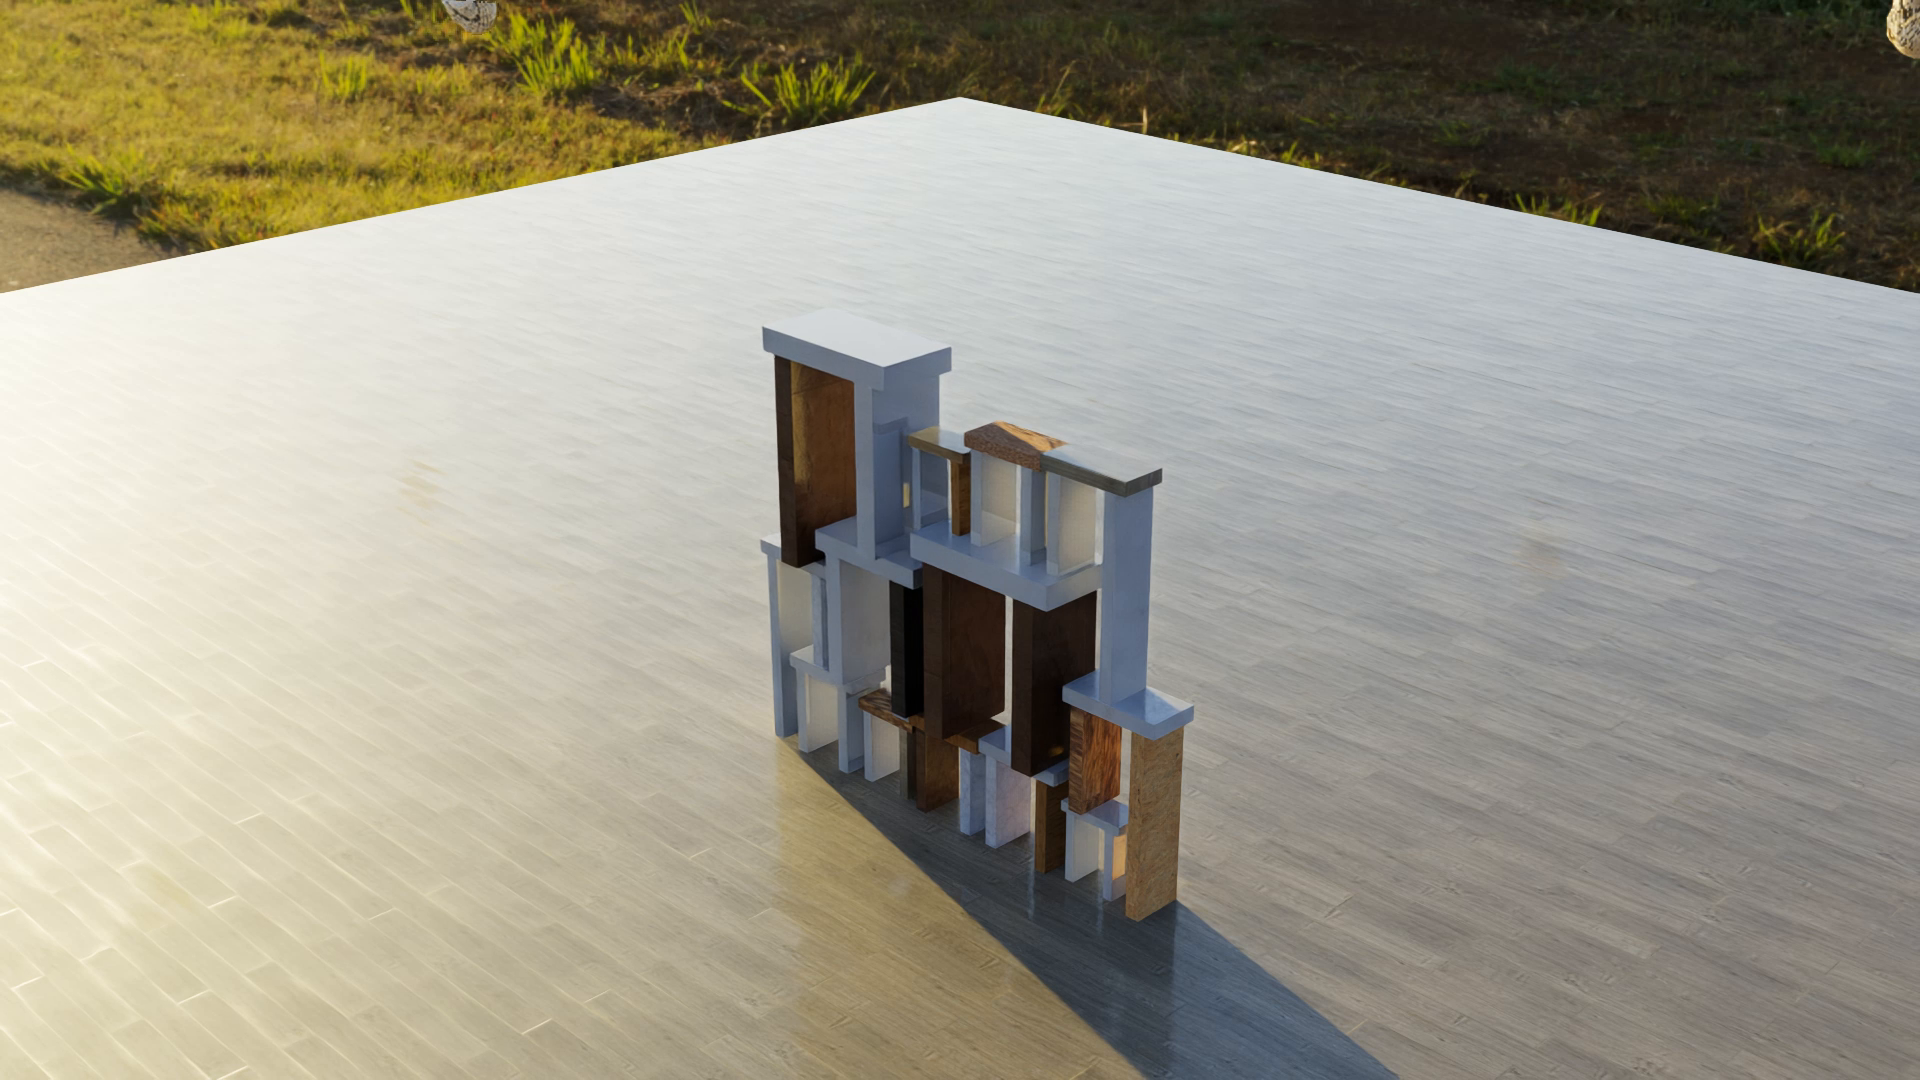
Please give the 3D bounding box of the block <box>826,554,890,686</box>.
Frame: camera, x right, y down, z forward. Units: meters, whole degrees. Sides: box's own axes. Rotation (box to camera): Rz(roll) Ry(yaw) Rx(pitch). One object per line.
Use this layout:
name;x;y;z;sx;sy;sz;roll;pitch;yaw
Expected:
block;-0.205;0.141;4.500;0.040;0.285;0.143;21;31;40

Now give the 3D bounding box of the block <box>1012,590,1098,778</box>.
block;0.177;0.252;4.133;0.050;0.354;0.177;21;31;40

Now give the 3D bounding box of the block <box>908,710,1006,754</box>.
block;-0.002;0.368;4.374;0.189;0.027;0.094;21;31;40

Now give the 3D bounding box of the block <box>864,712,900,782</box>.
block;-0.162;0.416;4.576;0.023;0.159;0.080;21;31;41

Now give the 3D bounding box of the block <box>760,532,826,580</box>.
block;-0.309;0.025;4.574;0.205;0.029;0.103;21;31;40

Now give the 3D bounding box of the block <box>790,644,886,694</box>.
block;-0.257;0.265;4.607;0.193;0.027;0.096;21;31;40

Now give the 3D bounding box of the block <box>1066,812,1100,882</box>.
block;0.235;0.576;4.215;0.021;0.146;0.073;21;31;41

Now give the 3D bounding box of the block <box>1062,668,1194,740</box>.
block;0.307;0.298;4.024;0.111;0.031;0.221;-21;31;-41

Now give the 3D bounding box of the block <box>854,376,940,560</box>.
block;-0.120;-0.154;4.276;0.176;0.353;0.050;-21;31;-40

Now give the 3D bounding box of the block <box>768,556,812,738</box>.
block;-0.356;0.215;4.708;0.029;0.425;0.103;21;31;41

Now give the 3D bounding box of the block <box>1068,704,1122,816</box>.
block;0.254;0.394;4.122;0.031;0.221;0.111;21;31;41

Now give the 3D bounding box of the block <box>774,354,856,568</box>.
block;-0.285;-0.178;4.448;0.050;0.444;0.176;21;31;41

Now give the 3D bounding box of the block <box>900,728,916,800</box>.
block;-0.087;0.445;4.507;0.023;0.159;0.080;21;31;41

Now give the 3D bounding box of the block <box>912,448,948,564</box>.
block;-0.057;-0.076;4.243;0.074;0.234;0.021;-21;30;-40

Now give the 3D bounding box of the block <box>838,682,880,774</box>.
block;-0.210;0.384;4.609;0.027;0.193;0.096;21;31;41

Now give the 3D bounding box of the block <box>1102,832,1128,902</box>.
block;0.304;0.603;4.152;0.021;0.146;0.073;21;31;41

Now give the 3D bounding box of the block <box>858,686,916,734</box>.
block;-0.125;0.347;4.506;0.159;0.023;0.080;21;31;41

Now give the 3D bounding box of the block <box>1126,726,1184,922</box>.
block;0.359;0.512;4.058;0.031;0.388;0.111;21;31;41

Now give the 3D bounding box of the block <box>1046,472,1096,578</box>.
block;0.203;-0.041;3.988;0.028;0.199;0.099;21;31;41

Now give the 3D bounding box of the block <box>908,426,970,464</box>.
block;-0.021;-0.181;4.163;0.148;0.021;0.074;21;31;40

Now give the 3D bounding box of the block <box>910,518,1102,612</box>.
block;0.093;0.034;4.131;0.354;0.050;0.177;21;31;41

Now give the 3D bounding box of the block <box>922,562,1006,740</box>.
block;0.010;0.192;4.289;0.050;0.365;0.177;21;31;40

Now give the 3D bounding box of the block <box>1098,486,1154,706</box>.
block;0.298;0.093;3.943;0.099;0.411;0.028;-21;31;-41

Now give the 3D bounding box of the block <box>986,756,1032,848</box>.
block;0.095;0.499;4.331;0.028;0.199;0.099;21;31;41

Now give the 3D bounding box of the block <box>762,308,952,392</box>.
block;-0.202;-0.372;4.274;0.176;0.050;0.353;-21;31;-40

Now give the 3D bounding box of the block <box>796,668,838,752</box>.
block;-0.301;0.349;4.692;0.096;0.193;0.027;-21;31;-41

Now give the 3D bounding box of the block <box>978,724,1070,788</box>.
block;0.142;0.413;4.243;0.099;0.028;0.199;-21;31;-40

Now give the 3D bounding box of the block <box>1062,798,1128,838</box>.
block;0.269;0.513;4.151;0.146;0.021;0.073;21;31;41

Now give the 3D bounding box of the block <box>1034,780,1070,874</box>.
block;0.189;0.535;4.244;0.099;0.199;0.028;-21;31;-40

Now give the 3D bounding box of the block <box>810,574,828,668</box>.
block;-0.259;0.153;4.575;0.029;0.205;0.103;21;31;40

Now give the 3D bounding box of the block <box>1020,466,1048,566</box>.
block;0.153;-0.056;4.034;0.027;0.190;0.095;21;31;40

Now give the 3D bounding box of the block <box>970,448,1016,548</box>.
block;0.063;-0.091;4.116;0.027;0.190;0.095;21;31;40

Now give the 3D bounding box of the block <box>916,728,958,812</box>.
block;-0.045;0.450;4.458;0.027;0.189;0.094;21;31;41

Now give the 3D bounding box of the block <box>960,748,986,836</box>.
block;0.044;0.485;4.376;0.027;0.189;0.094;21;31;41

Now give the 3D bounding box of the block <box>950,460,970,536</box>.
block;0.017;-0.089;4.164;0.021;0.148;0.074;20;30;41

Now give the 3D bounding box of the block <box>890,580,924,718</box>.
block;-0.073;0.197;4.374;0.143;0.289;0.040;-21;31;-41

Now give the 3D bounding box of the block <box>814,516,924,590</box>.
block;-0.140;0.018;4.372;0.143;0.040;0.285;-21;31;-40

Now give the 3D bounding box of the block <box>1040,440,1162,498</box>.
block;0.250;-0.127;3.900;0.199;0.028;0.099;21;31;40

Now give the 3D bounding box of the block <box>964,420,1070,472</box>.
block;0.108;-0.173;4.033;0.190;0.027;0.095;21;31;40
